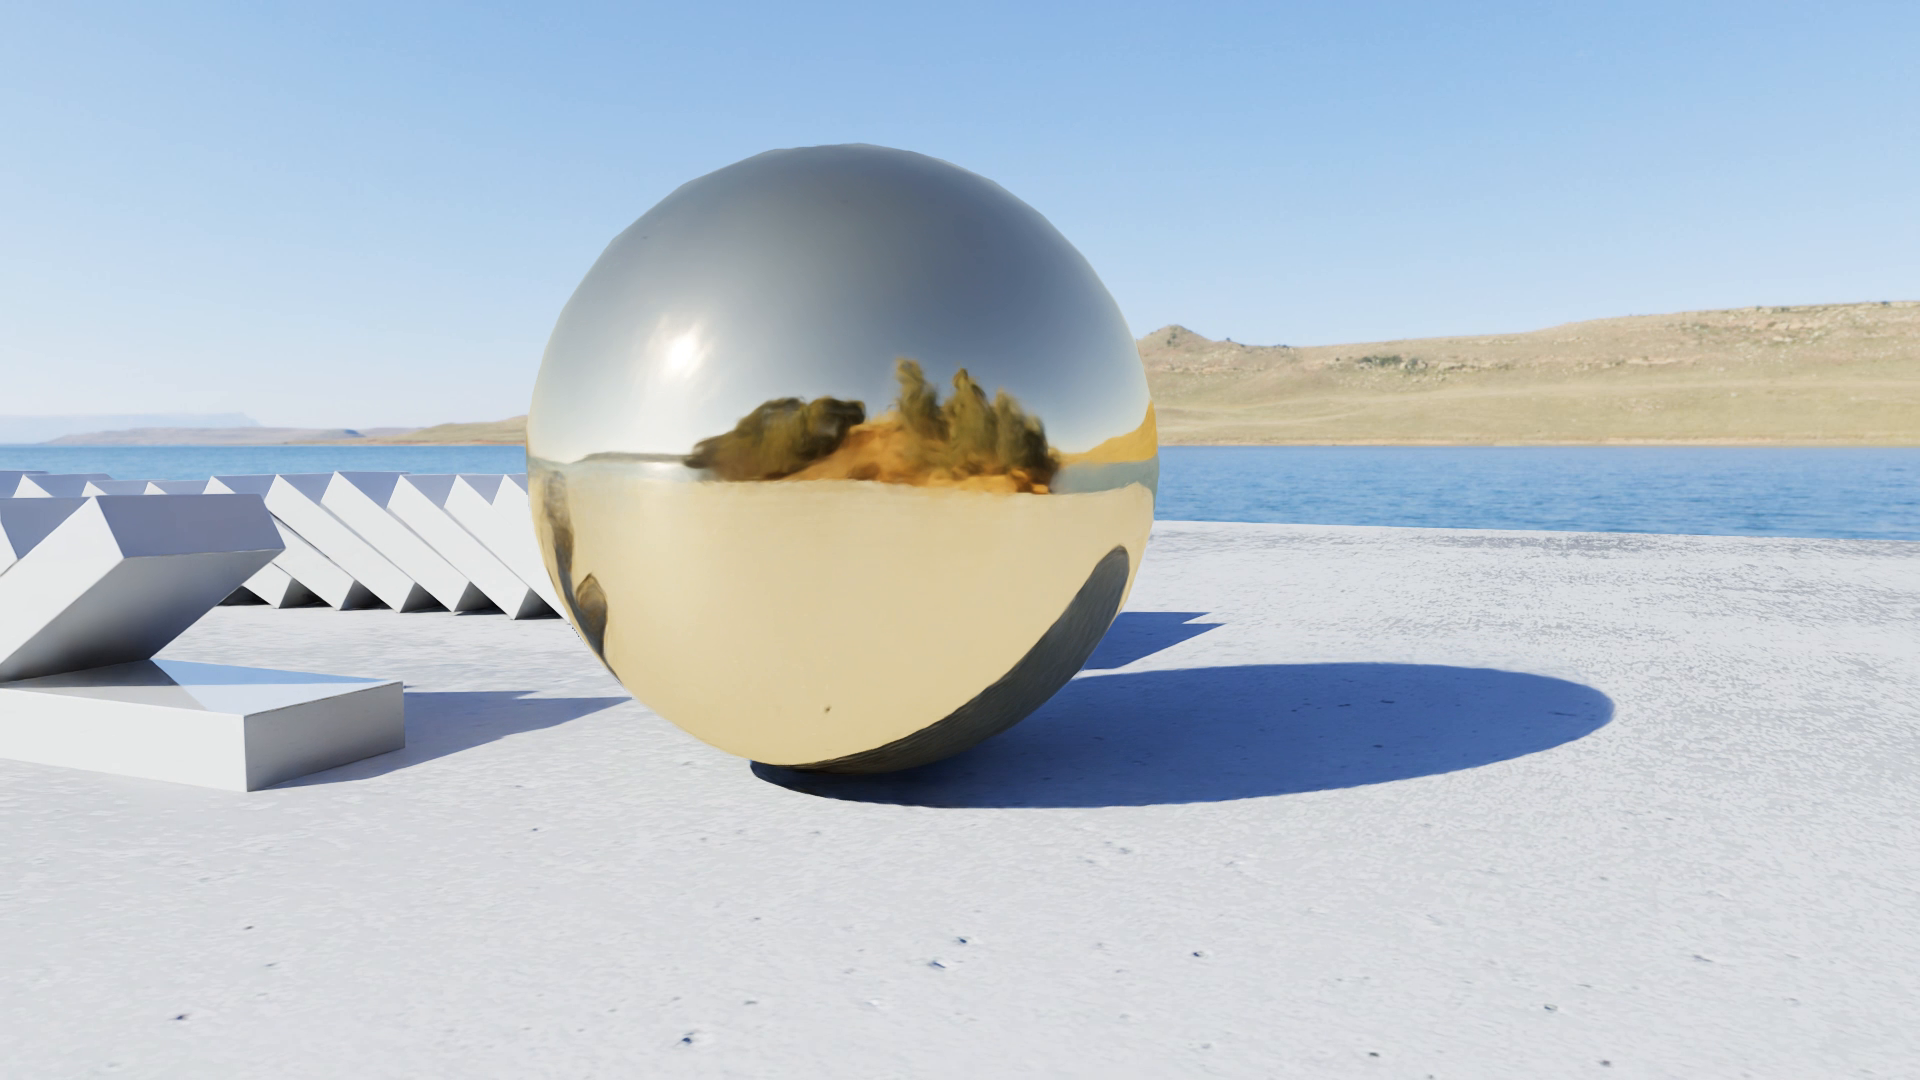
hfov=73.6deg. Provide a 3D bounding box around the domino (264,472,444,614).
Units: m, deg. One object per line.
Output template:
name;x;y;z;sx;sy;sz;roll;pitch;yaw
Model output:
domino;-0.155;0.000;0.339;0.050;0.010;0.025;34;13;13

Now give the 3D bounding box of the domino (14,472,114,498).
domino;-0.232;-0.001;0.356;0.050;0.009;0.025;33;11;10

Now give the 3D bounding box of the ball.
ball;-0.014;-0.010;0.167;0.080;0.080;0.080;0;4;0

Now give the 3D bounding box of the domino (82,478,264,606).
domino;-0.211;0.000;0.351;0.050;0.009;0.025;30;11;10

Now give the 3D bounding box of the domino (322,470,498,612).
domino;-0.138;0.000;0.334;0.050;0.010;0.025;35;14;15

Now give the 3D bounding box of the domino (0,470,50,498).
domino;-0.252;-0.002;0.359;0.050;0.010;0.025;34;9;9

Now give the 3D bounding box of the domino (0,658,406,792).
domino;-0.106;0.025;0.177;0.050;0.009;0.025;2;5;22

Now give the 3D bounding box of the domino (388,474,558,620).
domino;-0.119;0.001;0.328;0.050;0.010;0.025;36;18;19

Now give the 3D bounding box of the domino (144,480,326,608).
domino;-0.192;0.000;0.347;0.050;0.010;0.025;31;11;10

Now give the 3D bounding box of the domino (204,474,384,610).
domino;-0.173;0.000;0.342;0.050;0.010;0.025;33;11;10

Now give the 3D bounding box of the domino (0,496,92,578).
domino;-0.142;0.011;0.189;0.050;0.009;0.025;-33;-8;19

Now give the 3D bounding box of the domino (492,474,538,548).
domino;-0.087;0.001;0.313;0.050;0.010;0.025;38;21;21

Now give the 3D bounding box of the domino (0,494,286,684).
domino;-0.124;0.011;0.183;0.050;0.009;0.025;-33;-8;18

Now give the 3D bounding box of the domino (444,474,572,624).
domino;-0.102;0.001;0.321;0.050;0.009;0.025;37;19;22
